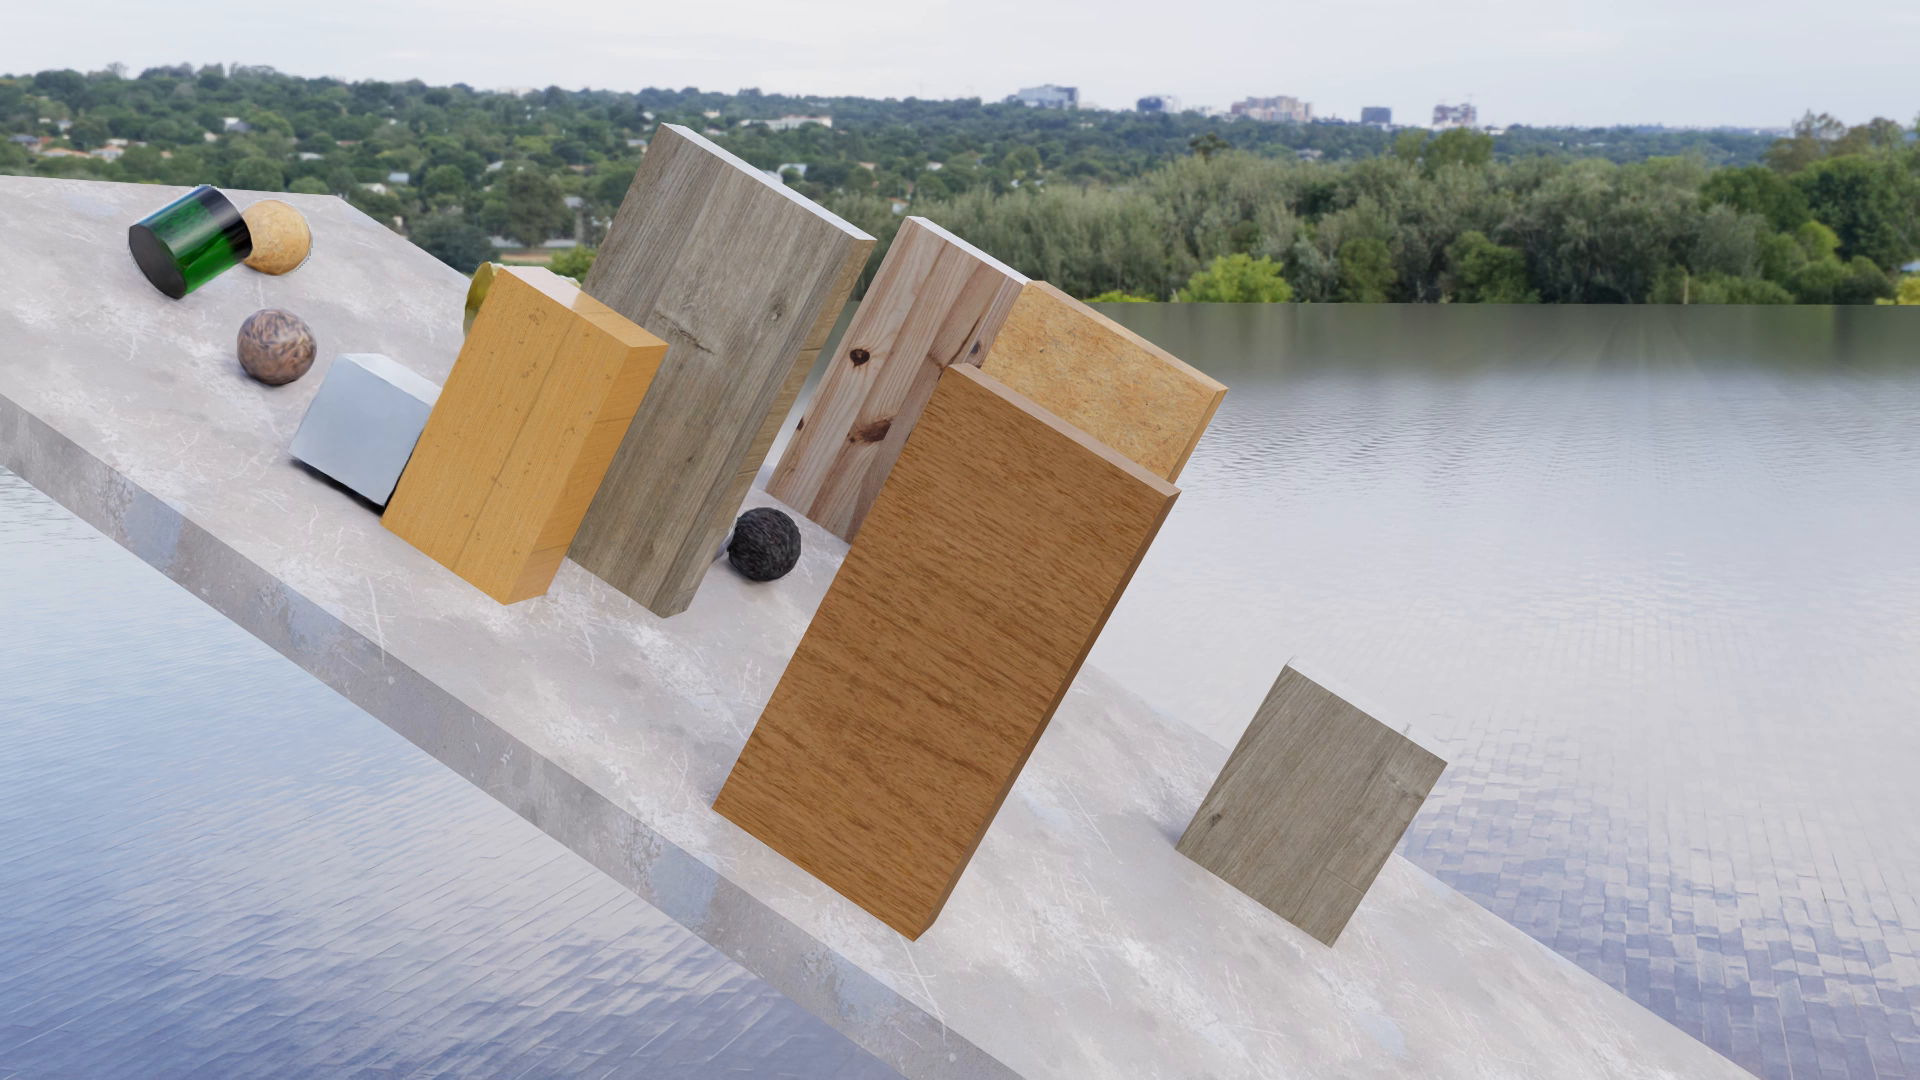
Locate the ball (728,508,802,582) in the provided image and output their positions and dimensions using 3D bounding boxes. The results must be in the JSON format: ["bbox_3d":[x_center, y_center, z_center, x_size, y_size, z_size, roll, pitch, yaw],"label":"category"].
[{"bbox_3d":[-0.390,0.009,4.379,0.148,0.148,0.148,0,7,0],"label":"ball"}]

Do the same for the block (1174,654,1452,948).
[{"bbox_3d":[0.666,0.491,4.153,0.344,0.421,0.116,32,15,11],"label":"block"}]

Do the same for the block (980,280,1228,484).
[{"bbox_3d":[0.157,-0.083,4.473,0.438,0.766,0.134,32,15,11],"label":"block"}]

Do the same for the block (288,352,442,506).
[{"bbox_3d":[-0.998,-0.193,3.792,0.191,0.191,0.191,29,7,3],"label":"block"}]

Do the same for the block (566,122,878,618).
[{"bbox_3d":[-0.513,-0.299,3.941,0.418,0.772,0.103,32,15,11],"label":"block"}]

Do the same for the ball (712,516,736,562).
[{"bbox_3d":[-0.522,-0.038,4.200,0.191,0.191,0.191,0,7,0],"label":"ball"}]

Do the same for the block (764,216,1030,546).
[{"bbox_3d":[-0.092,-0.312,4.919,0.410,0.704,0.129,32,15,11],"label":"block"}]

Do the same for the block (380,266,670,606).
[{"bbox_3d":[-0.729,-0.176,3.675,0.264,0.491,0.146,32,15,11],"label":"block"}]

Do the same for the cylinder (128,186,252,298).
[{"bbox_3d":[-1.463,-0.566,4.181,0.158,0.158,0.158,6,38,42],"label":"cylinder"}]

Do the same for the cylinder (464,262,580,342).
[{"bbox_3d":[-0.807,-0.415,4.060,0.169,0.169,0.169,8,2,-30],"label":"cylinder"}]

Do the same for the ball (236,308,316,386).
[{"bbox_3d":[-1.249,-0.354,4.018,0.142,0.142,0.142,0,7,0],"label":"ball"}]

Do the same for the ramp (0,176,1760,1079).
[{"bbox_3d":[-0.199,0.329,4.136,4.000,0.100,2.000,32,15,11],"label":"ramp"}]

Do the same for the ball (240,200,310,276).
[{"bbox_3d":[-1.449,-0.637,4.630,0.157,0.157,0.157,0,7,0],"label":"ball"}]

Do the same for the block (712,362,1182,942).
[{"bbox_3d":[-0.029,0.168,3.245,0.368,0.771,0.099,32,15,11],"label":"block"}]
